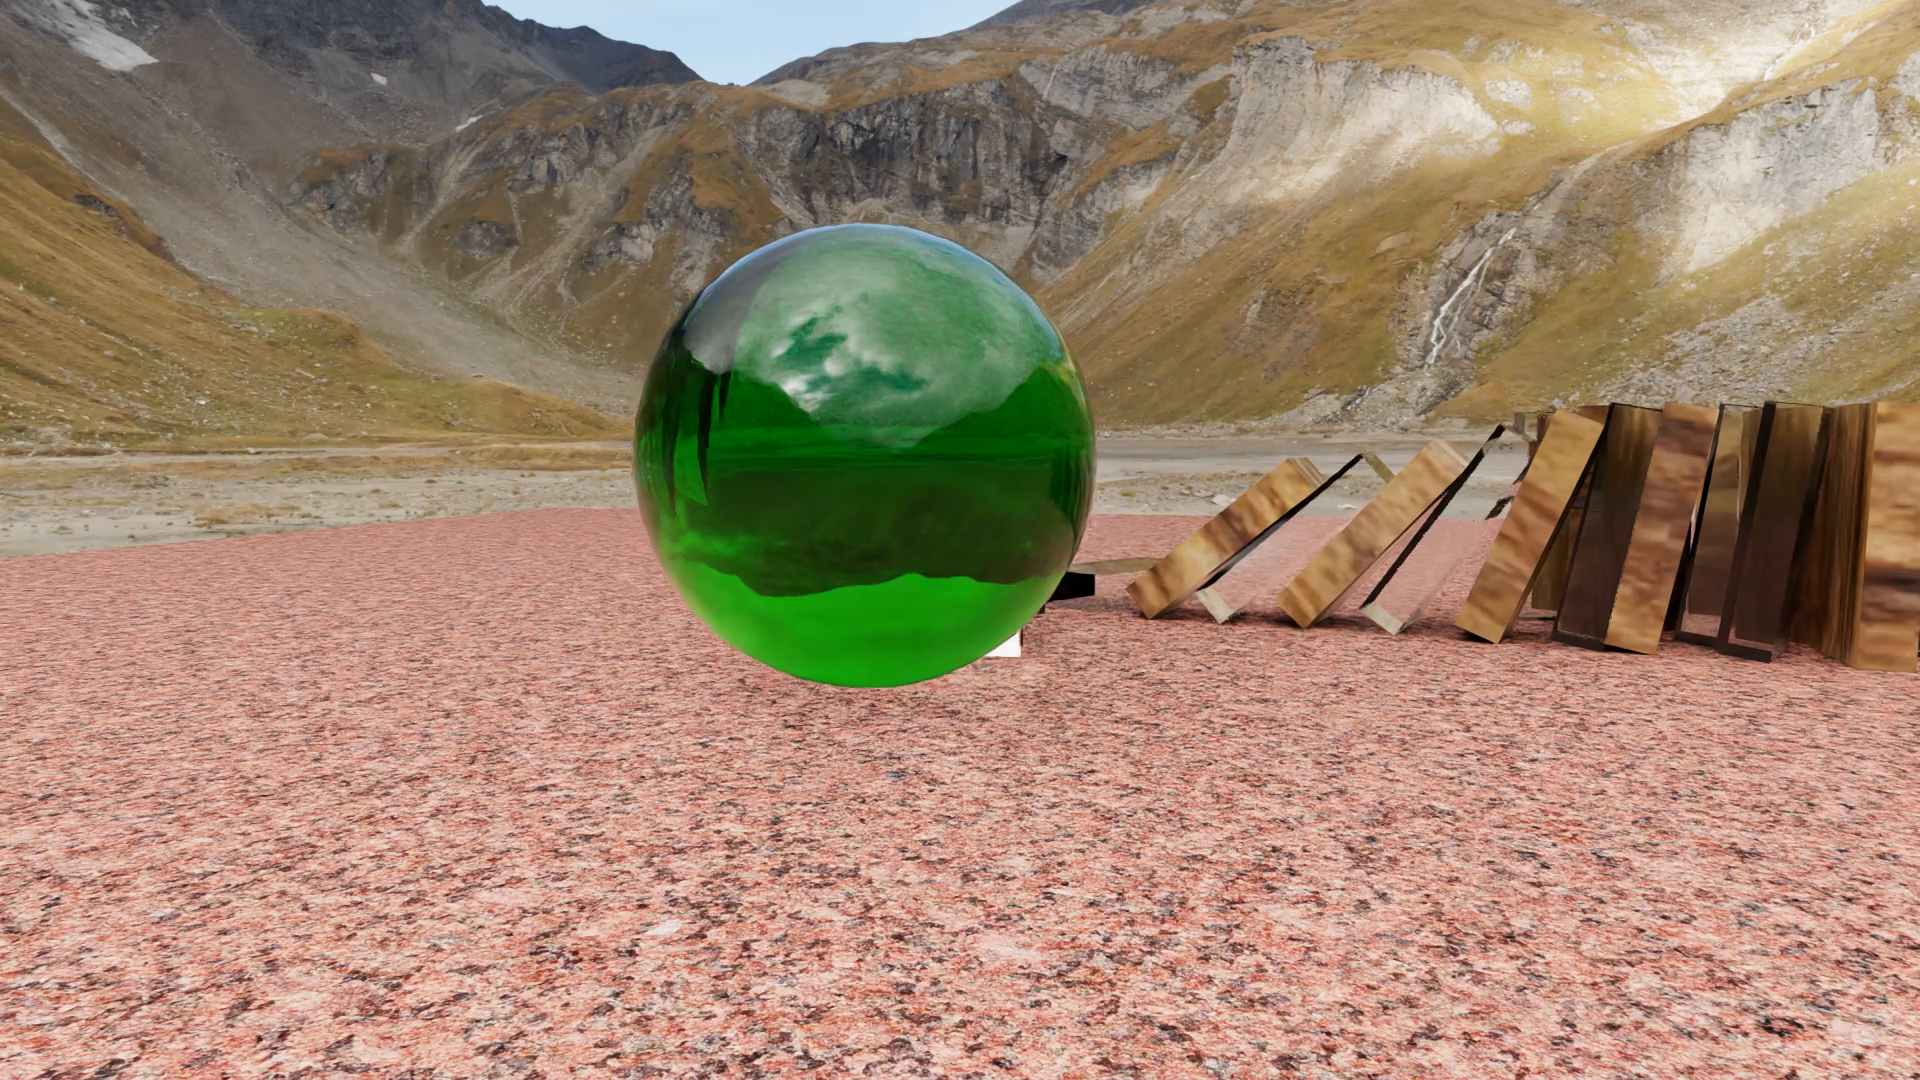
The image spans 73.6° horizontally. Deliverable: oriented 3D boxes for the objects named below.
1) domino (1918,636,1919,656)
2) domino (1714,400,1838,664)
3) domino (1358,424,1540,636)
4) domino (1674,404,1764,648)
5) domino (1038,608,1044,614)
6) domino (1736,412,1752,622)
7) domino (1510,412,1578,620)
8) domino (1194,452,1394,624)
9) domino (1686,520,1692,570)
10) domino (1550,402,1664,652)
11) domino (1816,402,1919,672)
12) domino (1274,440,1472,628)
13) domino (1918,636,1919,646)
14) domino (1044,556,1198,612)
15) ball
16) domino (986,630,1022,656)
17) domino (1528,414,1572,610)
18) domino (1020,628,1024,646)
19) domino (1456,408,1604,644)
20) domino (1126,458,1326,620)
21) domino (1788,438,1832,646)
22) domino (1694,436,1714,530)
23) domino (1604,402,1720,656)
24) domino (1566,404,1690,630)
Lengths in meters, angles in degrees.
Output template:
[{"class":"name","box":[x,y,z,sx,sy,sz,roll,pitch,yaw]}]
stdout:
[{"class":"domino","box":[0.198,-0.001,0.253,0.009,0.050,0.025,-2,5,-30]},{"class":"domino","box":[0.163,-0.002,0.257,0.009,0.050,0.025,13,12,38]},{"class":"domino","box":[0.111,-0.002,0.289,0.010,0.050,0.025,40,21,21]},{"class":"domino","box":[0.164,-0.003,0.274,0.010,0.050,0.025,12,10,33]},{"class":"domino","box":[0.010,0.000,0.339,0.025,0.009,0.050,0,35,5]},{"class":"domino","box":[0.200,-0.005,0.304,0.025,0.050,0.009,0,4,-1]},{"class":"domino","box":[0.148,-0.006,0.311,0.025,0.050,0.009,1,4,8]},{"class":"domino","box":[0.081,-0.001,0.307,0.050,0.009,0.025,-43,-14,21]},{"class":"domino","box":[0.178,-0.008,0.337,0.009,0.050,0.025,-1,5,-18]},{"class":"domino","box":[0.137,-0.003,0.271,0.009,0.050,0.025,15,11,28]},{"class":"domino","box":[0.178,-0.001,0.250,0.010,0.050,0.025,3,5,19]},{"class":"domino","box":[0.097,-0.001,0.298,0.010,0.050,0.025,47,24,18]},{"class":"domino","box":[0.213,-0.002,0.267,0.025,0.050,0.009,3,5,31]},{"class":"domino","box":[0.045,0.012,0.350,0.025,0.010,0.050,4,6,43]},{"class":"ball","box":[-0.016,-0.014,0.224,0.080,0.080,0.080,0,4,0]},{"class":"domino","box":[0.001,0.001,0.269,0.025,0.050,0.009,0,-38,5]},{"class":"domino","box":[0.160,-0.007,0.327,0.009,0.050,0.025,-3,5,-37]},{"class":"domino","box":[0.002,0.000,0.282,0.025,0.050,0.009,0,-38,5]},{"class":"domino","box":[0.125,-0.003,0.279,0.009,0.050,0.025,27,16,25]},{"class":"domino","box":[0.066,-0.001,0.313,0.050,0.010,0.025,-41,-13,22]},{"class":"domino","box":[0.183,-0.003,0.275,0.009,0.050,0.025,-1,4,-15]},{"class":"domino","box":[0.198,-0.008,0.335,0.009,0.050,0.025,2,5,29]},{"class":"domino","box":[0.146,-0.003,0.267,0.009,0.050,0.025,15,11,28]},{"class":"domino","box":[0.152,-0.005,0.292,0.025,0.050,0.010,1,4,-19]}]
